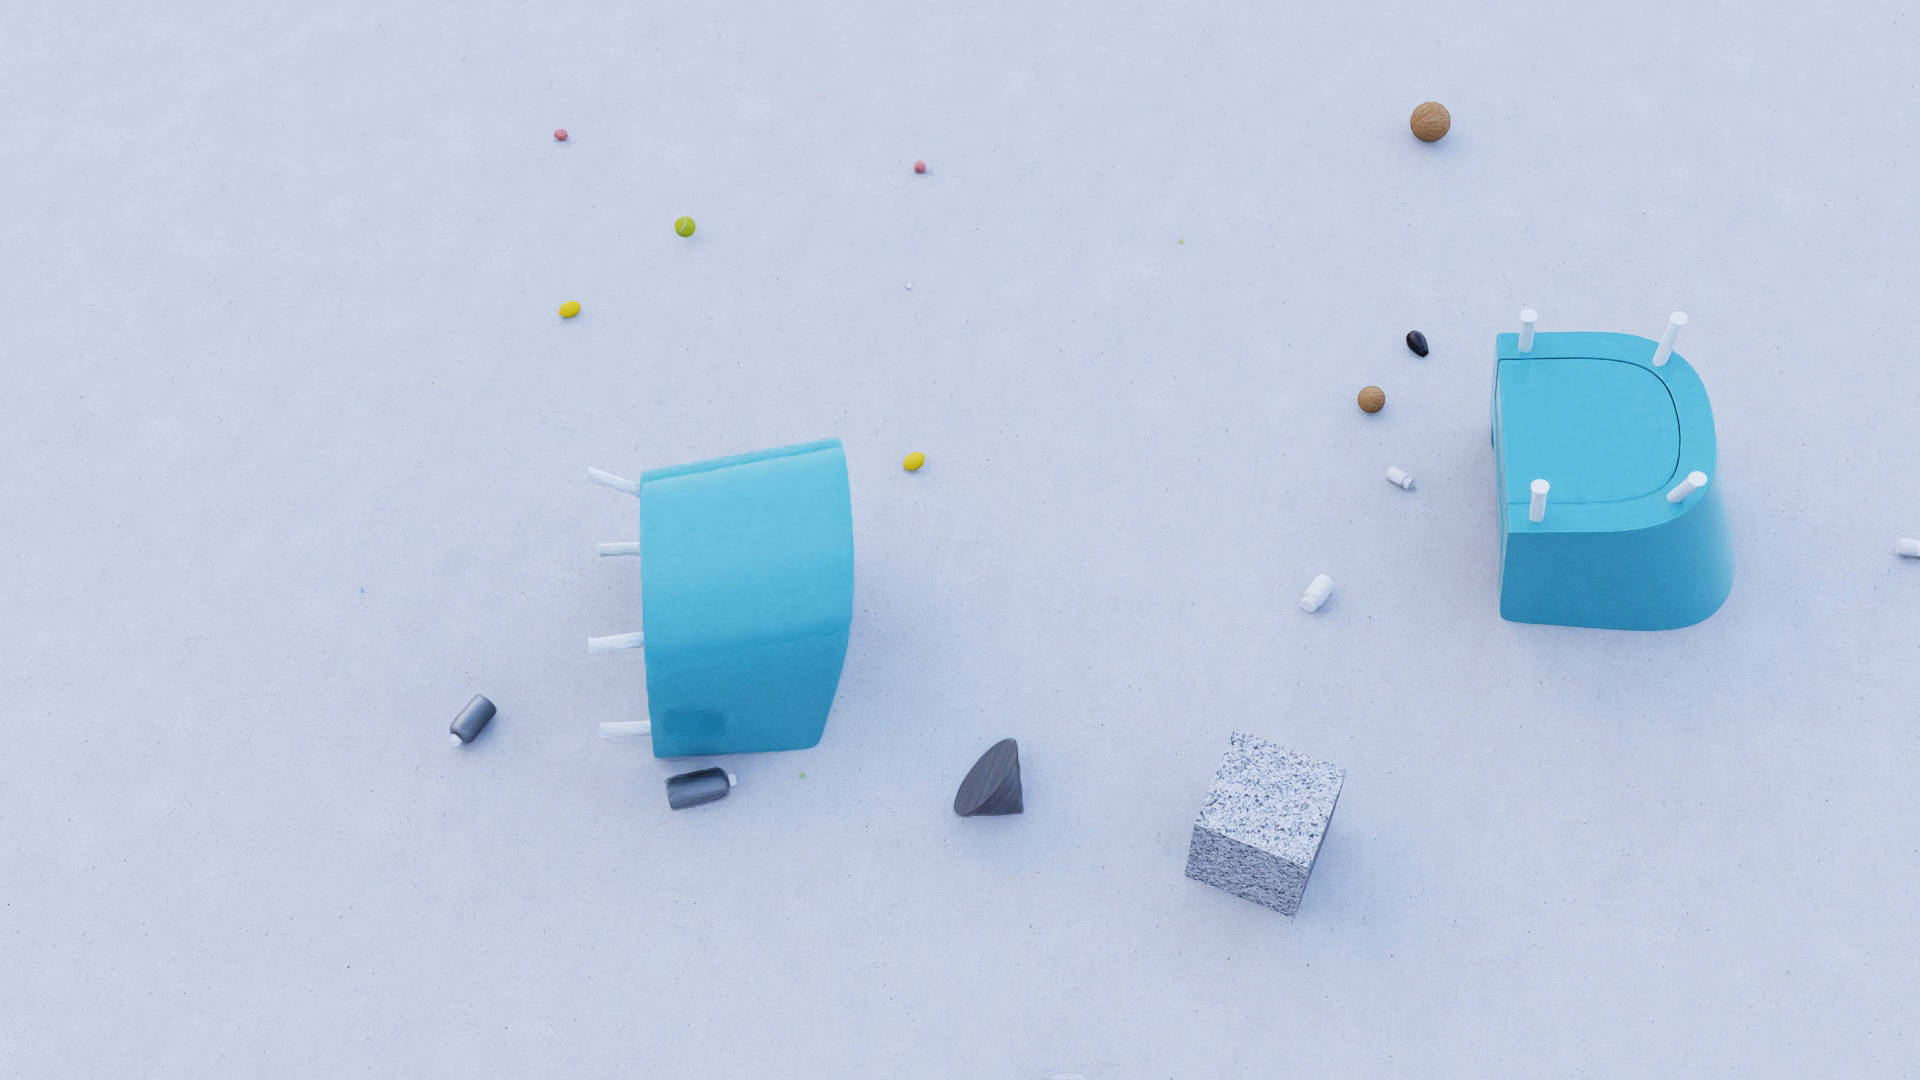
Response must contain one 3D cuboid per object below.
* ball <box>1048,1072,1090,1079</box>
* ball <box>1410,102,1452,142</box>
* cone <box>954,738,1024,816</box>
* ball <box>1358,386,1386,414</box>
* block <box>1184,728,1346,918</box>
[{"bbox_3d":[0.272,1.427,5.505,0.185,0.185,0.185,0,56,0],"label":"ball"},{"bbox_3d":[1.592,-1.415,7.442,0.136,0.136,0.136,0,56,0],"label":"ball"},{"bbox_3d":[0.124,0.699,6.048,0.156,0.226,0.291,45,39,-16],"label":"cone"},{"bbox_3d":[1.275,-0.436,6.815,0.085,0.085,0.085,0,56,0],"label":"ball"},{"bbox_3d":[0.814,0.758,5.878,0.314,0.311,0.310,20,58,13],"label":"block"}]
